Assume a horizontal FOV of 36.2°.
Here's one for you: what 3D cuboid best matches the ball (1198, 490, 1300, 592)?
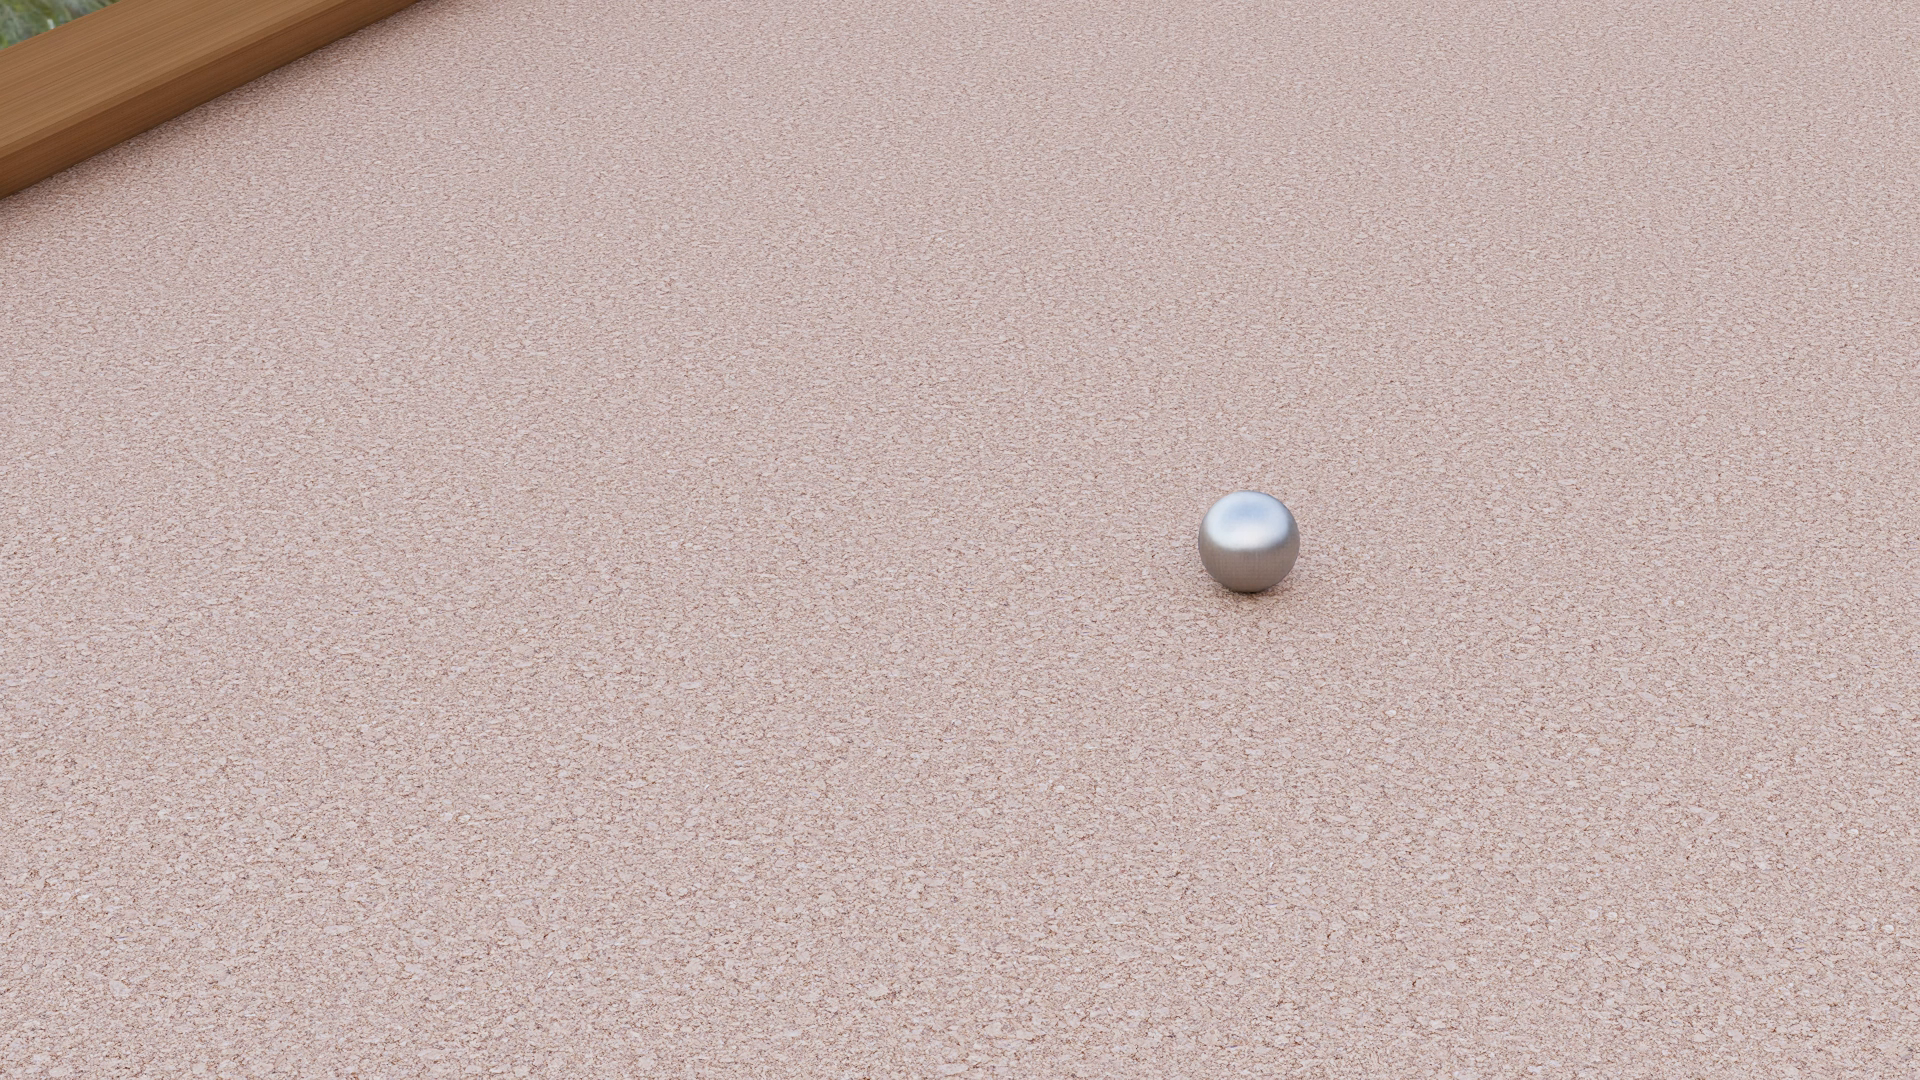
[{"bbox_3d":[0.173,0.001,1.757,0.061,0.061,0.061,0,27,0],"label":"ball"}]

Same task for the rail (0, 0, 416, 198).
[{"bbox_3d":[-0.509,-0.567,2.811,0.045,0.115,3.567,11,29,21],"label":"rail"}]
